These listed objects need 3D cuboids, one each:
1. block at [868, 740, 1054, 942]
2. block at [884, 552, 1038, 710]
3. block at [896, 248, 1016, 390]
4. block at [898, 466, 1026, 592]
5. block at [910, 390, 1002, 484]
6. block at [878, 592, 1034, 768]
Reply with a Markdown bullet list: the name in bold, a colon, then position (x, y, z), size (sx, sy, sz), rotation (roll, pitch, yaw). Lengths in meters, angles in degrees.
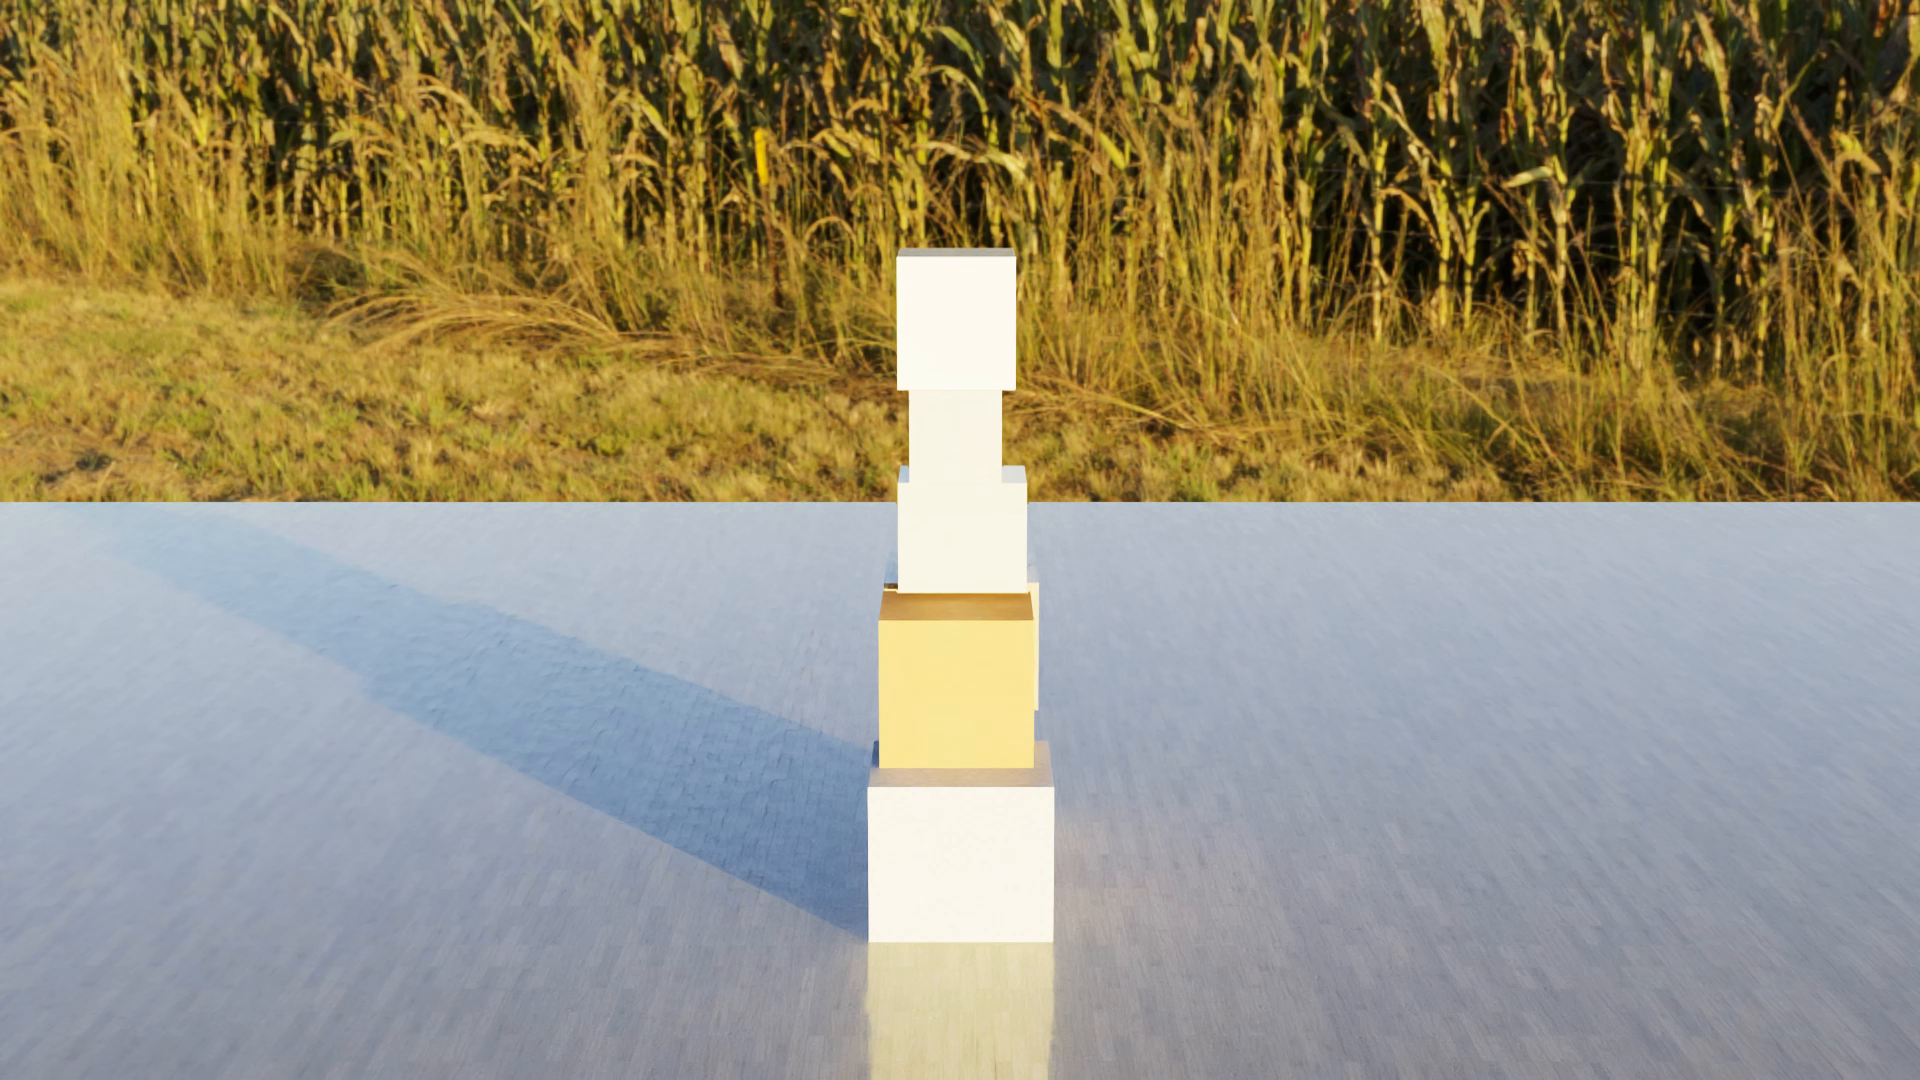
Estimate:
- **block**: position (0.004, 1.258, 10.817), size (0.754, 0.655, 0.743), rotation (0, 10, 0)
- **block**: position (0.005, 0.401, 11.567), size (0.675, 0.572, 0.693), rotation (0, 11, 0)
- **block**: position (-0.015, -0.952, 10.983), size (0.496, 0.558, 0.487), rotation (0, 11, 0)
- **block**: position (0.010, -0.052, 11.160), size (0.548, 0.474, 0.456), rotation (0, 11, 0)
- **block**: position (-0.019, -0.481, 11.075), size (0.390, 0.402, 0.439), rotation (0, 11, 0)
- **block**: position (-0.014, 0.586, 10.930), size (0.642, 0.627, 0.616), rotation (0, 10, 0)
